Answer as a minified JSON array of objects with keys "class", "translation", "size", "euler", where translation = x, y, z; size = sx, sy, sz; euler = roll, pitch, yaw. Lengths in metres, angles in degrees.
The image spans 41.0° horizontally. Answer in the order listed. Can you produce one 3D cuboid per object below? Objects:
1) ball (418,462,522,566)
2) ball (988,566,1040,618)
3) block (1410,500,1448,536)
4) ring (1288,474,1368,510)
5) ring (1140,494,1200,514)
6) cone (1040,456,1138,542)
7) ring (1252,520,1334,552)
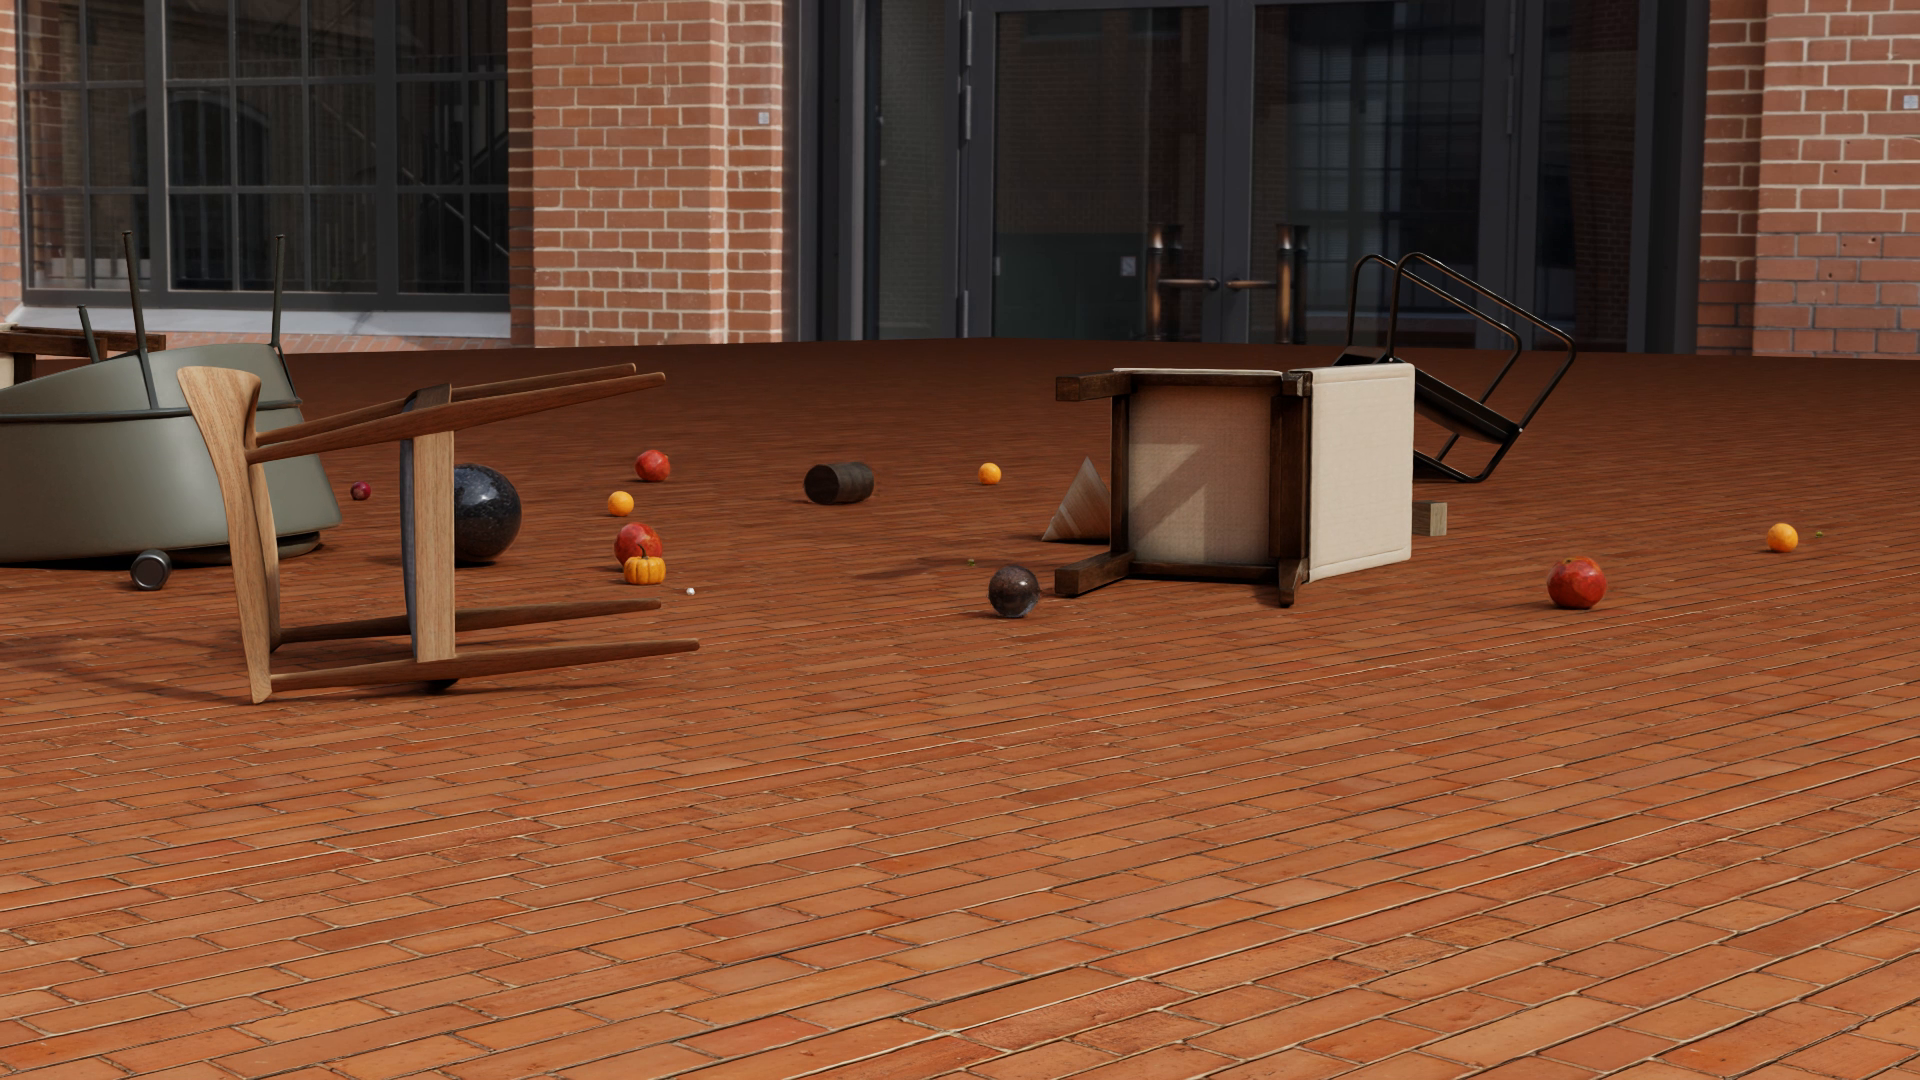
[{"class":"ball","translation":[-1.115,-0.059,5.839],"size":[0.234,0.234,0.234],"euler":[0,6,0]},{"class":"ball","translation":[0.104,0.099,4.958],"size":[0.100,0.100,0.100],"euler":[0,6,0]},{"class":"block","translation":[1.194,-0.055,6.542],"size":[0.058,0.083,0.072],"euler":[-4,7,-35]},{"class":"ring","translation":[1.042,-0.134,7.269],"size":[0.255,0.093,0.175],"euler":[-5,6,-33]},{"class":"ring","translation":[0.591,-0.102,7.208],"size":[0.152,0.040,0.285],"euler":[4,6,24]},{"class":"cone","translation":[0.290,-0.049,6.364],"size":[0.209,0.239,0.280],"euler":[-31,32,4]},{"class":"ring","translation":[0.803,-0.010,6.173],"size":[0.237,0.070,0.116],"euler":[-2,5,-31]}]
